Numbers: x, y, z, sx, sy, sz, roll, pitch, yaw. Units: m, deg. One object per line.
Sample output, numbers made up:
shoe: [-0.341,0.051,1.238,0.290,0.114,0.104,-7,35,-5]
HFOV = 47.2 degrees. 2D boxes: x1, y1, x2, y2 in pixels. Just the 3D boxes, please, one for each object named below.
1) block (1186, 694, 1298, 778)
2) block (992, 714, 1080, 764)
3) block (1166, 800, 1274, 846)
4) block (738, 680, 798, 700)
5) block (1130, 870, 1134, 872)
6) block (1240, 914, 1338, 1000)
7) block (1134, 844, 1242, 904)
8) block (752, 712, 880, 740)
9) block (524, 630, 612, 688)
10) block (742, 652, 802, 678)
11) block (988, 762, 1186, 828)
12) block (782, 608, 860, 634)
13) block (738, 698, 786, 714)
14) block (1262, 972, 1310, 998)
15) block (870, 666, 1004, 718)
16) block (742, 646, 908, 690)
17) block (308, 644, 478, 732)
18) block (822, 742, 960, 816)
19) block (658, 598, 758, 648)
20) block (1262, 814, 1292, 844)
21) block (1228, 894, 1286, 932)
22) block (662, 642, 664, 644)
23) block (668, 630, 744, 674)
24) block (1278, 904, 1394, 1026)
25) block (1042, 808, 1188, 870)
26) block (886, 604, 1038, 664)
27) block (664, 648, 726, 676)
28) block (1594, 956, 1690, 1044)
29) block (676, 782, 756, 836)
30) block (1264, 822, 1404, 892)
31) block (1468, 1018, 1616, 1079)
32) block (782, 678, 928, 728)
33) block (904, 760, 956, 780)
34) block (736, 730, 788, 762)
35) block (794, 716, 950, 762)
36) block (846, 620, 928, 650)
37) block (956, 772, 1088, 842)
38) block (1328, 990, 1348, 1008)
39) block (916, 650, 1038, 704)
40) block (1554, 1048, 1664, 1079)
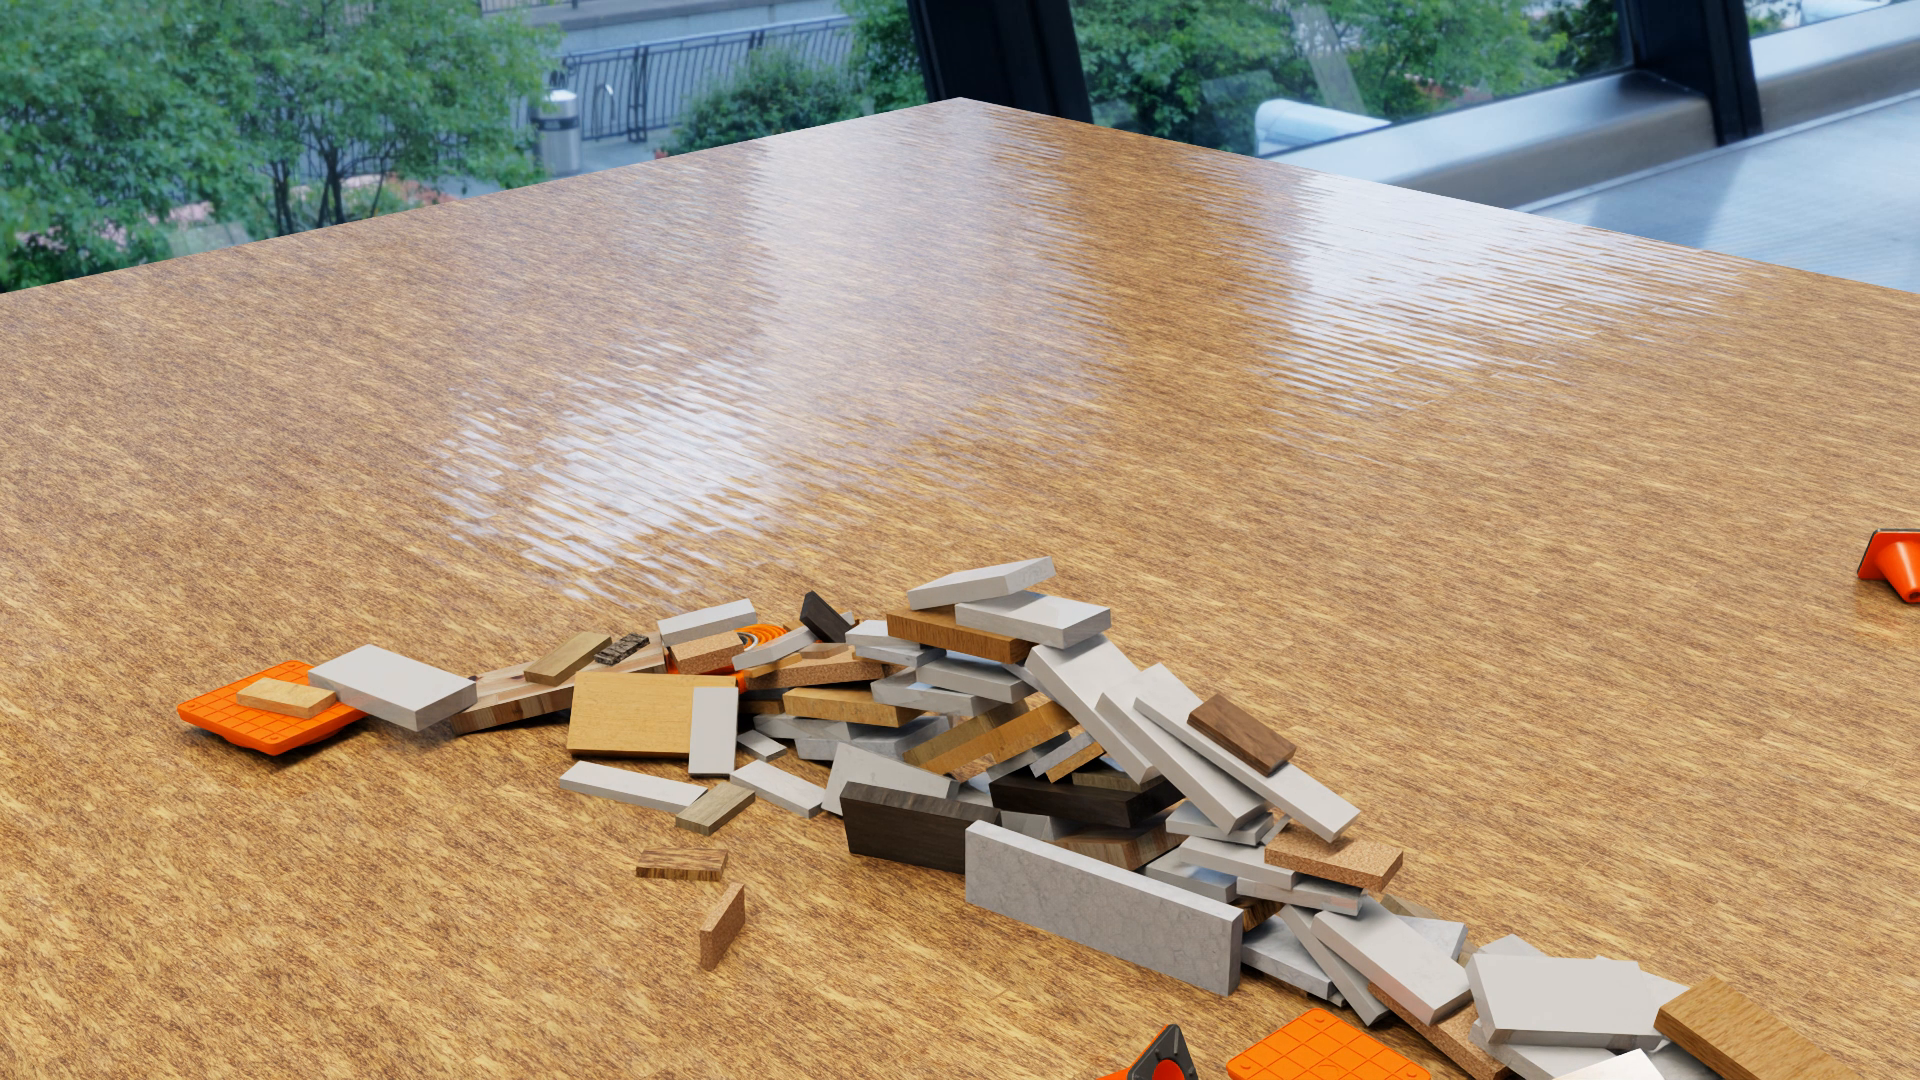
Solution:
block: [0.502,0.348,3.924,0.178,0.025,0.089,34,40,26]
block: [0.151,0.375,4.207,0.093,0.026,0.185,-22,-6,-42]
block: [0.467,0.508,3.959,0.173,0.024,0.086,5,21,30]
block: [-0.405,0.318,4.812,0.197,0.028,0.099,-5,13,44]
block: [0.292,0.622,4.179,0.110,0.031,0.220,-22,15,-40]
block: [0.583,0.732,3.921,0.247,0.035,0.124,19,28,38]
block: [0.436,0.605,4.012,0.110,0.031,0.220,-21,20,-39]
block: [-0.282,0.376,4.690,0.157,0.044,0.314,-22,13,-41]
block: [-0.866,0.262,4.866,0.094,0.027,0.188,7,30,34]
block: [-0.400,0.266,4.691,0.116,0.016,0.058,-19,8,-24]
block: [0.245,0.470,4.166,0.180,0.051,0.359,-21,15,-41]
block: [-0.331,0.205,5.249,0.164,0.023,0.082,-16,28,-32]
block: [-0.423,0.350,4.819,0.099,0.028,0.197,-22,13,-42]
block: [0.592,0.778,3.909,0.048,0.014,0.096,-21,31,-40]
block: [-0.027,0.296,4.395,0.145,0.041,0.290,-22,17,-41]
block: [-0.264,0.264,4.655,0.423,0.041,0.145,-9,10,43]
block: [-1.238,0.320,4.796,0.345,0.049,0.172,15,26,32]
block: [-0.140,0.508,4.383,0.276,0.138,0.039,15,0,32]
block: [-0.562,0.184,4.895,0.211,0.030,0.105,-14,18,-10]
block: [0.574,0.497,3.899,0.014,0.096,0.048,43,27,10]
block: [0.463,0.672,4.010,0.124,0.035,0.247,-22,8,-41]
block: [-0.704,0.256,5.142,0.045,0.013,0.090,19,29,37]
block: [-0.574,0.226,4.887,0.145,0.041,0.290,-15,18,-12]
block: [0.681,0.721,3.842,0.124,0.035,0.247,-14,55,-40]
block: [0.253,0.568,4.194,0.180,0.051,0.359,-22,10,-41]
block: [0.031,0.169,4.317,0.329,0.047,0.164,11,23,42]
block: [-0.635,0.290,5.040,0.099,0.028,0.197,-20,30,-39]
block: [1.181,0.793,3.759,0.244,0.035,0.122,17,28,34]
block: [-0.494,0.543,4.450,0.081,0.023,0.163,13,26,27]
block: [0.651,0.552,3.833,0.214,0.030,0.107,11,24,29]
block: [0.987,0.855,3.621,0.266,0.038,0.133,32,37,31]
block: [-0.200,0.328,4.574,0.314,0.044,0.157,2,18,40]
block: [-0.080,0.476,4.520,0.072,0.021,0.145,-22,45,-40]
block: [-0.429,0.441,4.702,0.057,0.016,0.114,-21,31,-40]
block: [-0.184,0.414,4.602,0.314,0.044,0.157,-4,14,46]
block: [-0.134,0.191,4.425,0.173,0.024,0.086,3,18,29]
block: [0.113,0.522,4.328,0.180,0.051,0.359,-22,13,-41]
block: [0.647,0.784,3.859,0.048,0.014,0.096,-17,28,-38]
block: [0.050,0.261,4.307,0.261,0.037,0.131,9,23,44]
block: [0.989,0.915,3.468,0.298,0.042,0.149,-13,43,-18]
